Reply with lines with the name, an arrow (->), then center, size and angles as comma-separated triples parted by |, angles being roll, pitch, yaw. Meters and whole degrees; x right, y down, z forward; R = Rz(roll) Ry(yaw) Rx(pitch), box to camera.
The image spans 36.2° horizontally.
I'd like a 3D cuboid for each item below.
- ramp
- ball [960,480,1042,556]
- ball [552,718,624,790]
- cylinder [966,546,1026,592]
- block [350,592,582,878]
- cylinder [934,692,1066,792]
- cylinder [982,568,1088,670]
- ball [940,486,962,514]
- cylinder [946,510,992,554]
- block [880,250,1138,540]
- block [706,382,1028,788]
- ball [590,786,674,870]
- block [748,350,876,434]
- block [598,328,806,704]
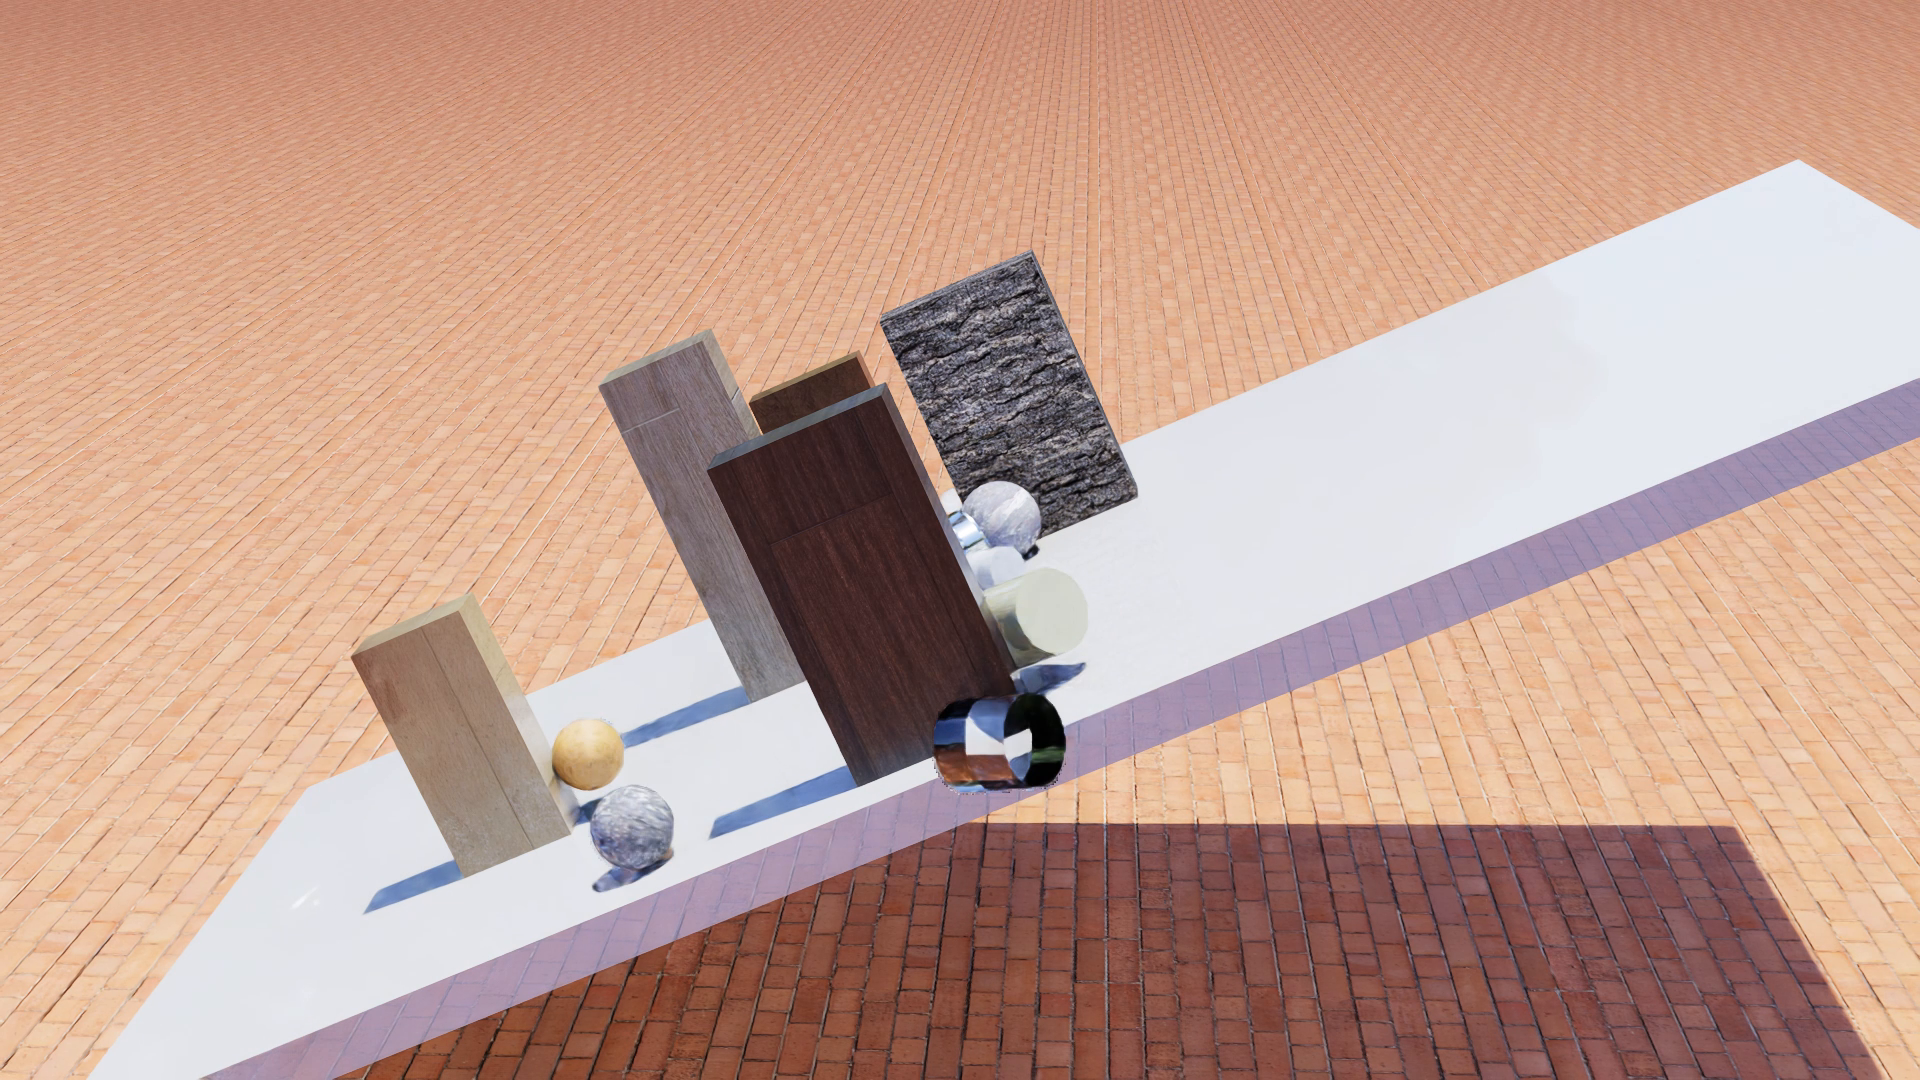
ramp -> 0.132, 0.170, 6.284 | 4.000, 0.100, 2.000 | -23, 13, 8
ball -> 0.089, -0.040, 6.563 | 0.185, 0.185, 0.185 | 0, 15, 0
ball -> -0.770, 0.444, 6.095 | 0.151, 0.151, 0.151 | 0, 15, 0
cylinder -> 0.068, 0.071, 6.334 | 0.106, 0.106, 0.106 | -15, 3, -43
block -> -1.012, 0.402, 6.055 | 0.247, 0.521, 0.137 | -23, 13, 8
cylinder -> 0.069, 0.356, 5.163 | 0.165, 0.165, 0.165 | -9, 6, 42
cylinder -> 0.129, 0.151, 5.580 | 0.166, 0.166, 0.166 | -11, -7, -35
ball -> 0.003, -0.067, 6.968 | 0.125, 0.125, 0.125 | 0, 15, 0
cylinder -> -0.039, 0.050, 6.465 | 0.174, 0.174, 0.174 | -31, 26, -20
block -> 0.113, -0.303, 6.640 | 0.371, 0.599, 0.103 | -23, 13, 8
block -> -0.163, 0.085, 5.437 | 0.349, 0.662, 0.119 | -23, 13, 8
ball -> -0.621, 0.545, 5.575 | 0.160, 0.160, 0.160 | 0, 15, 0
block -> -0.271, -0.171, 7.059 | 0.284, 0.493, 0.085 | -23, 13, 8
block -> -0.495, -0.050, 6.359 | 0.247, 0.768, 0.142 | -23, 13, 8
